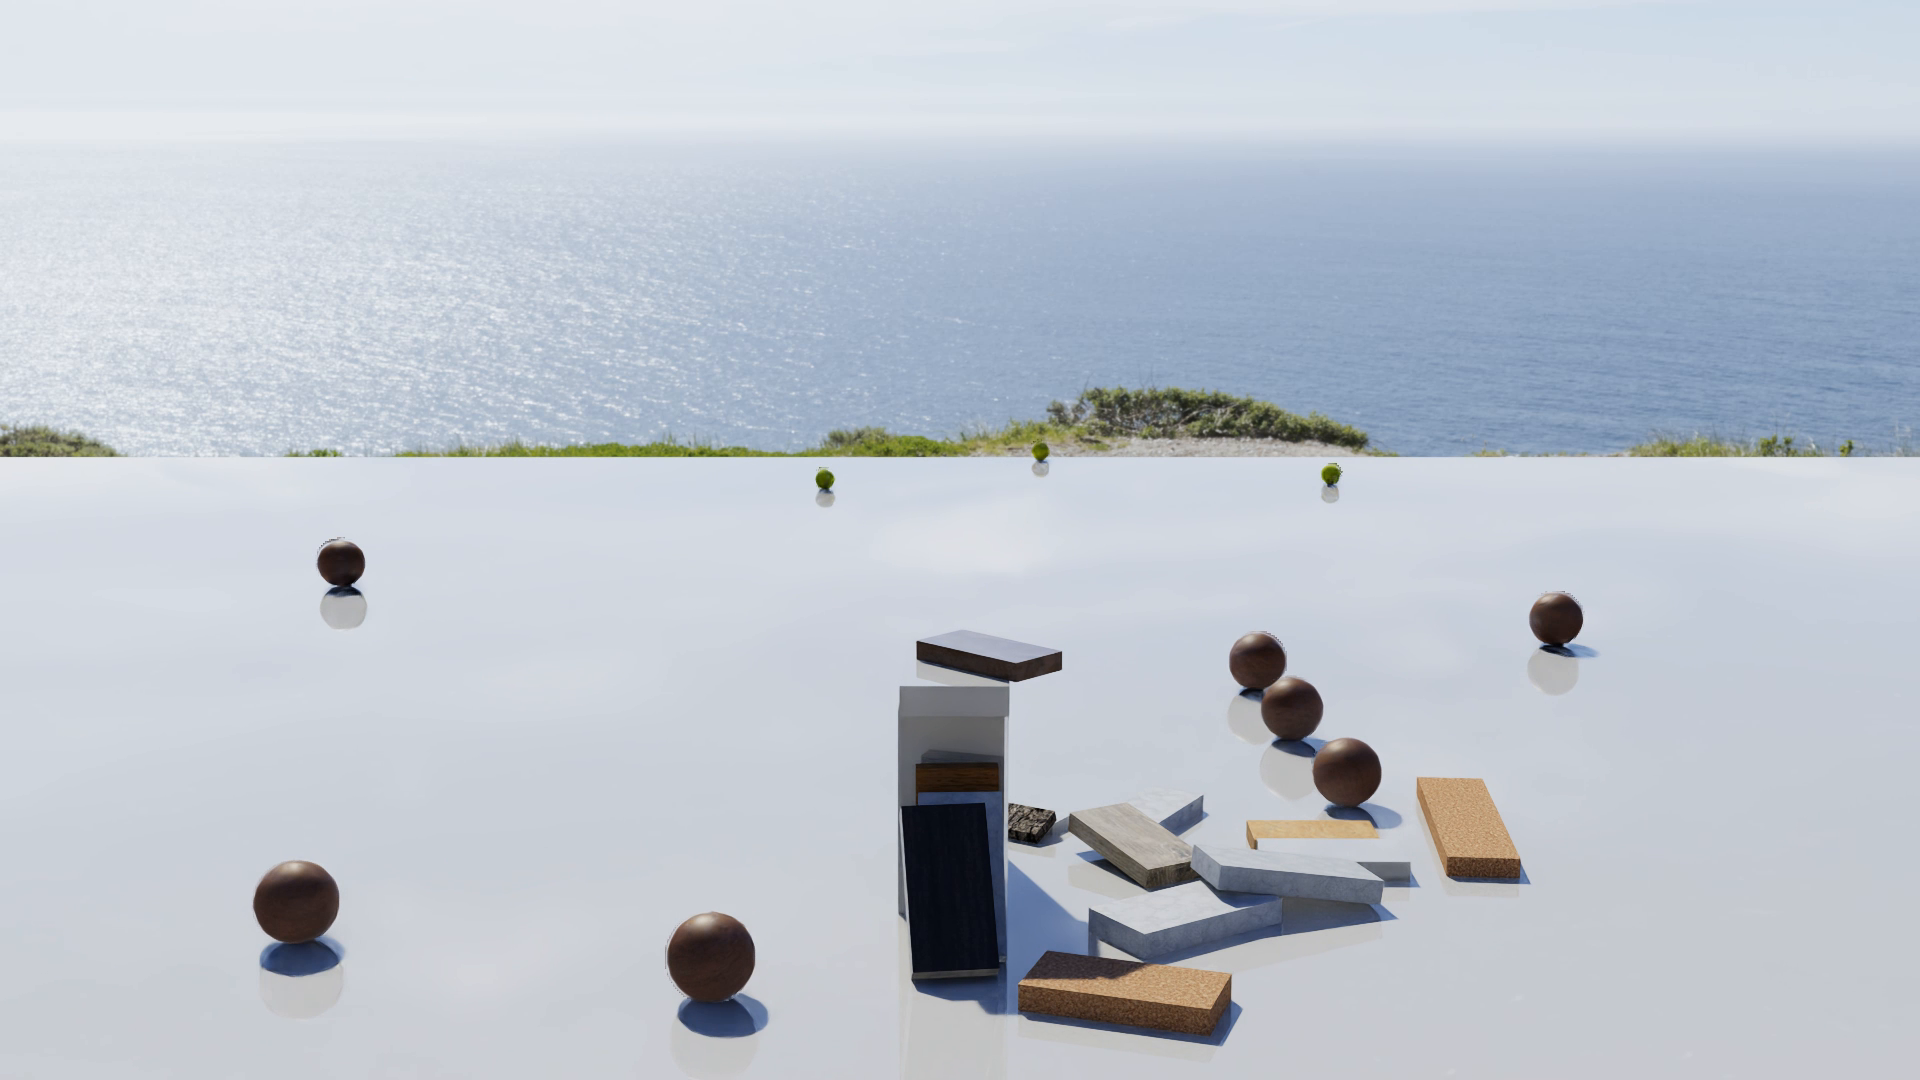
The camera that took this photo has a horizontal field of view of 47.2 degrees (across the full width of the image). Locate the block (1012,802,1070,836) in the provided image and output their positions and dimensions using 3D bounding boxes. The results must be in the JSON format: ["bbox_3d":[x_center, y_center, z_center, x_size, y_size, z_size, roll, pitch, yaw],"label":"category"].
[{"bbox_3d":[0.125,0.511,4.040,0.146,0.021,0.073,7,12,32],"label":"block"}]

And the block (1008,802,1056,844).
[{"bbox_3d":[0.093,0.509,3.985,0.146,0.021,0.073,6,32,32],"label":"block"}]

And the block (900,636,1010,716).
[{"bbox_3d":[-0.006,0.221,3.621,0.173,0.049,0.346,0,11,1],"label":"block"}]

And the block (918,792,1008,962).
[{"bbox_3d":[0.003,0.520,3.402,0.130,0.261,0.037,0,-25,-2],"label":"block"}]

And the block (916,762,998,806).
[{"bbox_3d":[-0.005,0.487,3.503,0.130,0.261,0.037,0,8,-2],"label":"block"}]

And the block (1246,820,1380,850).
[{"bbox_3d":[0.626,0.530,3.907,0.221,0.031,0.111,0,11,0],"label":"block"}]

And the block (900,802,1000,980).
[{"bbox_3d":[-0.018,0.532,3.347,0.131,0.261,0.037,-1,-26,-7],"label":"block"}]

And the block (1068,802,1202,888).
[{"bbox_3d":[0.306,0.528,3.819,0.123,0.035,0.246,-6,20,-29],"label":"block"}]

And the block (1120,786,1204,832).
[{"bbox_3d":[0.352,0.504,4.047,0.111,0.031,0.221,6,12,29],"label":"block"}]

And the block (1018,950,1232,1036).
[{"bbox_3d":[0.241,0.657,3.198,0.283,0.040,0.141,4,11,19],"label":"block"}]

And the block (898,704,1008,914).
[{"bbox_3d":[-0.011,0.435,3.556,0.173,0.346,0.049,2,9,9],"label":"block"}]

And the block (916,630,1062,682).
[{"bbox_3d":[0.046,0.187,3.581,0.221,0.031,0.111,10,15,43],"label":"block"}]

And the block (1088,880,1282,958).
[{"bbox_3d":[0.360,0.599,3.511,0.283,0.040,0.141,-7,13,-33],"label":"block"}]

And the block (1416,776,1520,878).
[{"bbox_3d":[0.914,0.515,3.978,0.123,0.035,0.474,1,11,5],"label":"block"}]

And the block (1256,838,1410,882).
[{"bbox_3d":[0.641,0.550,3.787,0.246,0.035,0.123,0,11,0],"label":"block"}]

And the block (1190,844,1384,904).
[{"bbox_3d":[0.538,0.550,3.624,0.283,0.040,0.141,7,5,-13],"label":"block"}]
